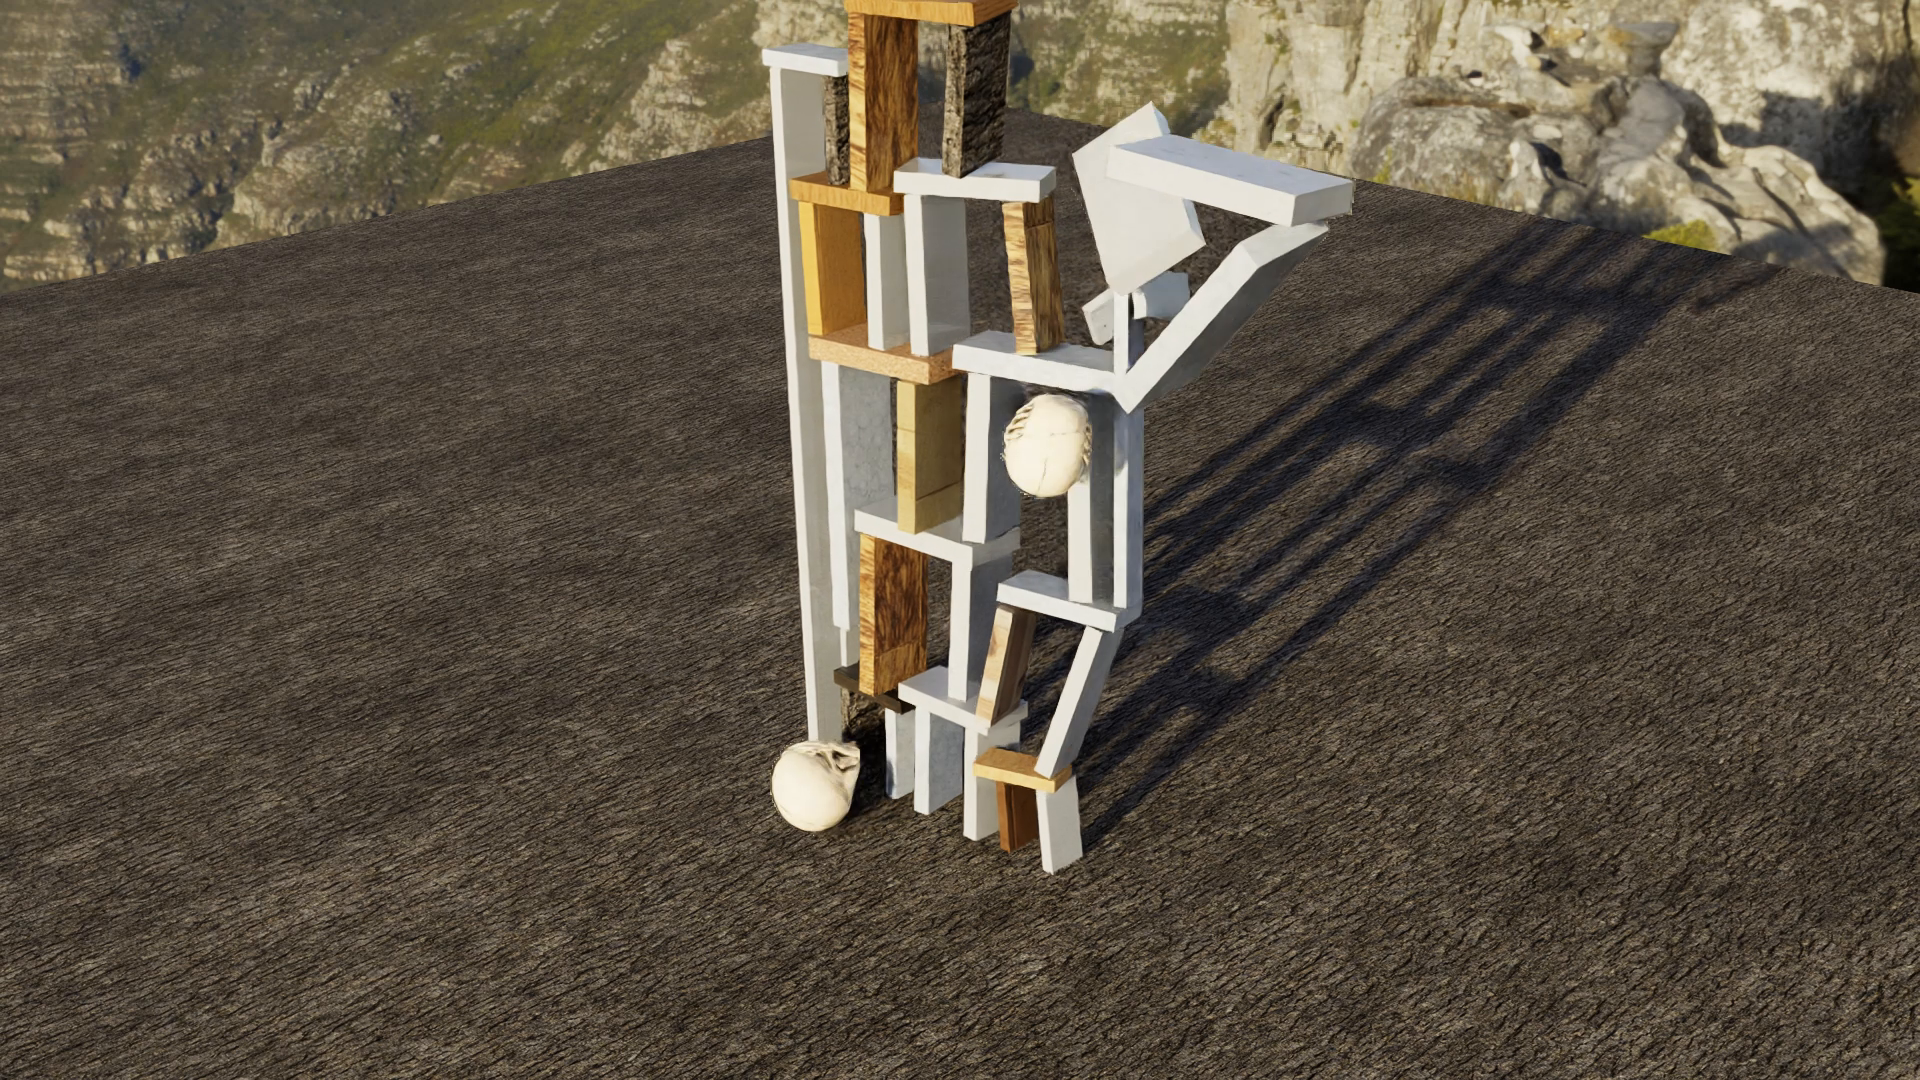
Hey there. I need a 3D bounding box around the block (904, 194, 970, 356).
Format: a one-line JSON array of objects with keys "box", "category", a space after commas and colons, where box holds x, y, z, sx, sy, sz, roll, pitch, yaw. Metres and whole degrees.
[{"box": [-0.042, -0.507, 4.115, 0.039, 0.301, 0.137, 11, 23, 34], "category": "block"}]

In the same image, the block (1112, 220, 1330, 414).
[{"box": [0.422, -0.372, 3.622, 0.174, 0.463, 0.049, -30, 79, -33], "category": "block"}]

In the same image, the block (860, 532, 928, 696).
[{"box": [-0.132, 0.133, 4.415, 0.042, 0.337, 0.148, 20, 27, 41], "category": "block"}]

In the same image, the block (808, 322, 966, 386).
[{"box": [-0.129, -0.362, 4.223, 0.299, 0.042, 0.149, 16, 27, 36], "category": "block"}]

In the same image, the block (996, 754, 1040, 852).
[{"box": [0.113, 0.516, 4.322, 0.086, 0.172, 0.024, -21, 25, -41], "category": "block"}]

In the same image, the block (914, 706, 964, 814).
[{"box": [-0.042, 0.424, 4.452, 0.034, 0.239, 0.119, 16, 26, 32], "category": "block"}]

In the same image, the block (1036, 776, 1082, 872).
[{"box": [0.193, 0.547, 4.249, 0.086, 0.172, 0.024, -21, 23, -40], "category": "block"}]

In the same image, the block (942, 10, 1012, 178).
[{"box": [0.029, -0.806, 3.947, 0.040, 0.283, 0.141, 22, 38, 26], "category": "block"}]

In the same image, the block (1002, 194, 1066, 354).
[{"box": [0.137, -0.489, 4.043, 0.039, 0.274, 0.137, 0, 14, 26], "category": "block"}]

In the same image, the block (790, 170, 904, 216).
[{"box": [-0.185, -0.659, 4.163, 0.258, 0.037, 0.129, 17, 27, 38], "category": "block"}]

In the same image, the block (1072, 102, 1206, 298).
[{"box": [0.312, -0.604, 3.881, 0.174, 0.049, 0.348, -31, 45, 22], "category": "block"}]

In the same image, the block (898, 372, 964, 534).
[{"box": [-0.057, -0.175, 4.213, 0.042, 0.299, 0.149, 16, 26, 34], "category": "block"}]

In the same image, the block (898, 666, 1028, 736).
[{"box": [0.005, 0.317, 4.356, 0.238, 0.034, 0.119, 20, 28, 39], "category": "block"}]

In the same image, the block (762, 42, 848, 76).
[{"box": [-0.264, -0.904, 4.133, 0.205, 0.029, 0.103, 19, 29, 40], "category": "block"}]

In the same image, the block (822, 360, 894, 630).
[{"box": [-0.198, -0.104, 4.390, 0.042, 0.557, 0.149, 16, 27, 36], "category": "block"}]

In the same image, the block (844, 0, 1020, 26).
[{"box": [-0.053, -0.966, 3.911, 0.283, 0.040, 0.141, 15, 34, 32], "category": "block"}]

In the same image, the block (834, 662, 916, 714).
[{"box": [-0.154, 0.296, 4.508, 0.101, 0.029, 0.203, -21, 31, -41], "category": "block"}]

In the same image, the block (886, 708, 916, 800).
[{"box": [-0.105, 0.421, 4.509, 0.101, 0.202, 0.029, -21, 31, -40], "category": "block"}]

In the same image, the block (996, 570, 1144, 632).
[{"box": [0.206, 0.112, 4.122, 0.243, 0.034, 0.121, 14, 19, 25], "category": "block"}]

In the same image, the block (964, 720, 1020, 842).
[{"box": [0.063, 0.466, 4.353, 0.119, 0.238, 0.034, -19, 28, -40], "category": "block"}]

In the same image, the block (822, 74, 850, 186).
[{"box": [-0.207, -0.778, 4.136, 0.029, 0.205, 0.103, 16, 27, 39], "category": "block"}]

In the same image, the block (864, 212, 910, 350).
[{"box": [-0.118, -0.500, 4.160, 0.037, 0.258, 0.129, 17, 28, 39], "category": "block"}]

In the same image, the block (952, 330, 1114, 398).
[{"box": [0.166, -0.329, 4.082, 0.323, 0.046, 0.162, 12, 19, 22], "category": "block"}]

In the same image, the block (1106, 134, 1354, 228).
[{"box": [0.426, -0.572, 3.486, 0.348, 0.049, 0.174, 22, 28, 34], "category": "block"}]

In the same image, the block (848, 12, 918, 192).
[{"box": [-0.140, -0.818, 4.052, 0.040, 0.328, 0.141, 21, 32, 37], "category": "block"}]

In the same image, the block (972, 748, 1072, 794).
[{"box": [0.120, 0.442, 4.234, 0.172, 0.024, 0.086, 10, 21, 24], "category": "block"}]

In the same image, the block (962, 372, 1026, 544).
[{"box": [0.066, -0.171, 4.172, 0.046, 0.323, 0.162, 9, 18, 24], "category": "block"}]

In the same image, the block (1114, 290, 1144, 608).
[{"box": [0.306, -0.180, 3.988, 0.024, 0.602, 0.086, 4, 12, 23], "category": "block"}]

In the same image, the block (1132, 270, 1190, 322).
[{"box": [0.362, -0.438, 3.945, 0.024, 0.086, 0.173, -7, -1, 34], "category": "block"}]

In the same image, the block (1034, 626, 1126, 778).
[{"box": [0.229, 0.291, 4.154, 0.034, 0.319, 0.122, 27, 24, 20], "category": "block"}]

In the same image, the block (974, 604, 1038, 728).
[{"box": [0.092, 0.227, 4.202, 0.034, 0.243, 0.121, 21, 25, 23], "category": "block"}]

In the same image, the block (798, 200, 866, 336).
[{"box": [-0.247, -0.538, 4.264, 0.037, 0.258, 0.129, 12, 25, 37], "category": "block"}]

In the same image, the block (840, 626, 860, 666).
[{"box": [-0.222, 0.205, 4.550, 0.015, 0.106, 0.053, 20, 30, 41], "category": "block"}]

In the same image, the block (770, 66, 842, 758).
[{"box": [-0.294, -0.232, 4.448, 0.103, 1.452, 0.029, -21, 29, -41], "category": "block"}]

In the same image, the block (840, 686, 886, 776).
[{"box": [-0.201, 0.384, 4.597, 0.101, 0.203, 0.029, -21, 30, -40], "category": "block"}]

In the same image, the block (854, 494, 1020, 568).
[{"box": [-0.046, -0.022, 4.295, 0.296, 0.042, 0.148, 18, 26, 35], "category": "block"}]

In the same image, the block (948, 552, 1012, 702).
[{"box": [0.040, 0.153, 4.322, 0.042, 0.296, 0.148, 15, 24, 31], "category": "block"}]

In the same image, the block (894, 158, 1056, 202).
[{"box": [0.028, -0.663, 4.046, 0.274, 0.039, 0.137, 6, 22, 14], "category": "block"}]

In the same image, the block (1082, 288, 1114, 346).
[{"box": [0.313, -0.445, 4.104, 0.173, 0.086, 0.024, -35, 46, -11], "category": "block"}]

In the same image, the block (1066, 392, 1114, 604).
[{"box": [0.255, -0.089, 4.073, 0.046, 0.384, 0.162, 5, 14, 28], "category": "block"}]
